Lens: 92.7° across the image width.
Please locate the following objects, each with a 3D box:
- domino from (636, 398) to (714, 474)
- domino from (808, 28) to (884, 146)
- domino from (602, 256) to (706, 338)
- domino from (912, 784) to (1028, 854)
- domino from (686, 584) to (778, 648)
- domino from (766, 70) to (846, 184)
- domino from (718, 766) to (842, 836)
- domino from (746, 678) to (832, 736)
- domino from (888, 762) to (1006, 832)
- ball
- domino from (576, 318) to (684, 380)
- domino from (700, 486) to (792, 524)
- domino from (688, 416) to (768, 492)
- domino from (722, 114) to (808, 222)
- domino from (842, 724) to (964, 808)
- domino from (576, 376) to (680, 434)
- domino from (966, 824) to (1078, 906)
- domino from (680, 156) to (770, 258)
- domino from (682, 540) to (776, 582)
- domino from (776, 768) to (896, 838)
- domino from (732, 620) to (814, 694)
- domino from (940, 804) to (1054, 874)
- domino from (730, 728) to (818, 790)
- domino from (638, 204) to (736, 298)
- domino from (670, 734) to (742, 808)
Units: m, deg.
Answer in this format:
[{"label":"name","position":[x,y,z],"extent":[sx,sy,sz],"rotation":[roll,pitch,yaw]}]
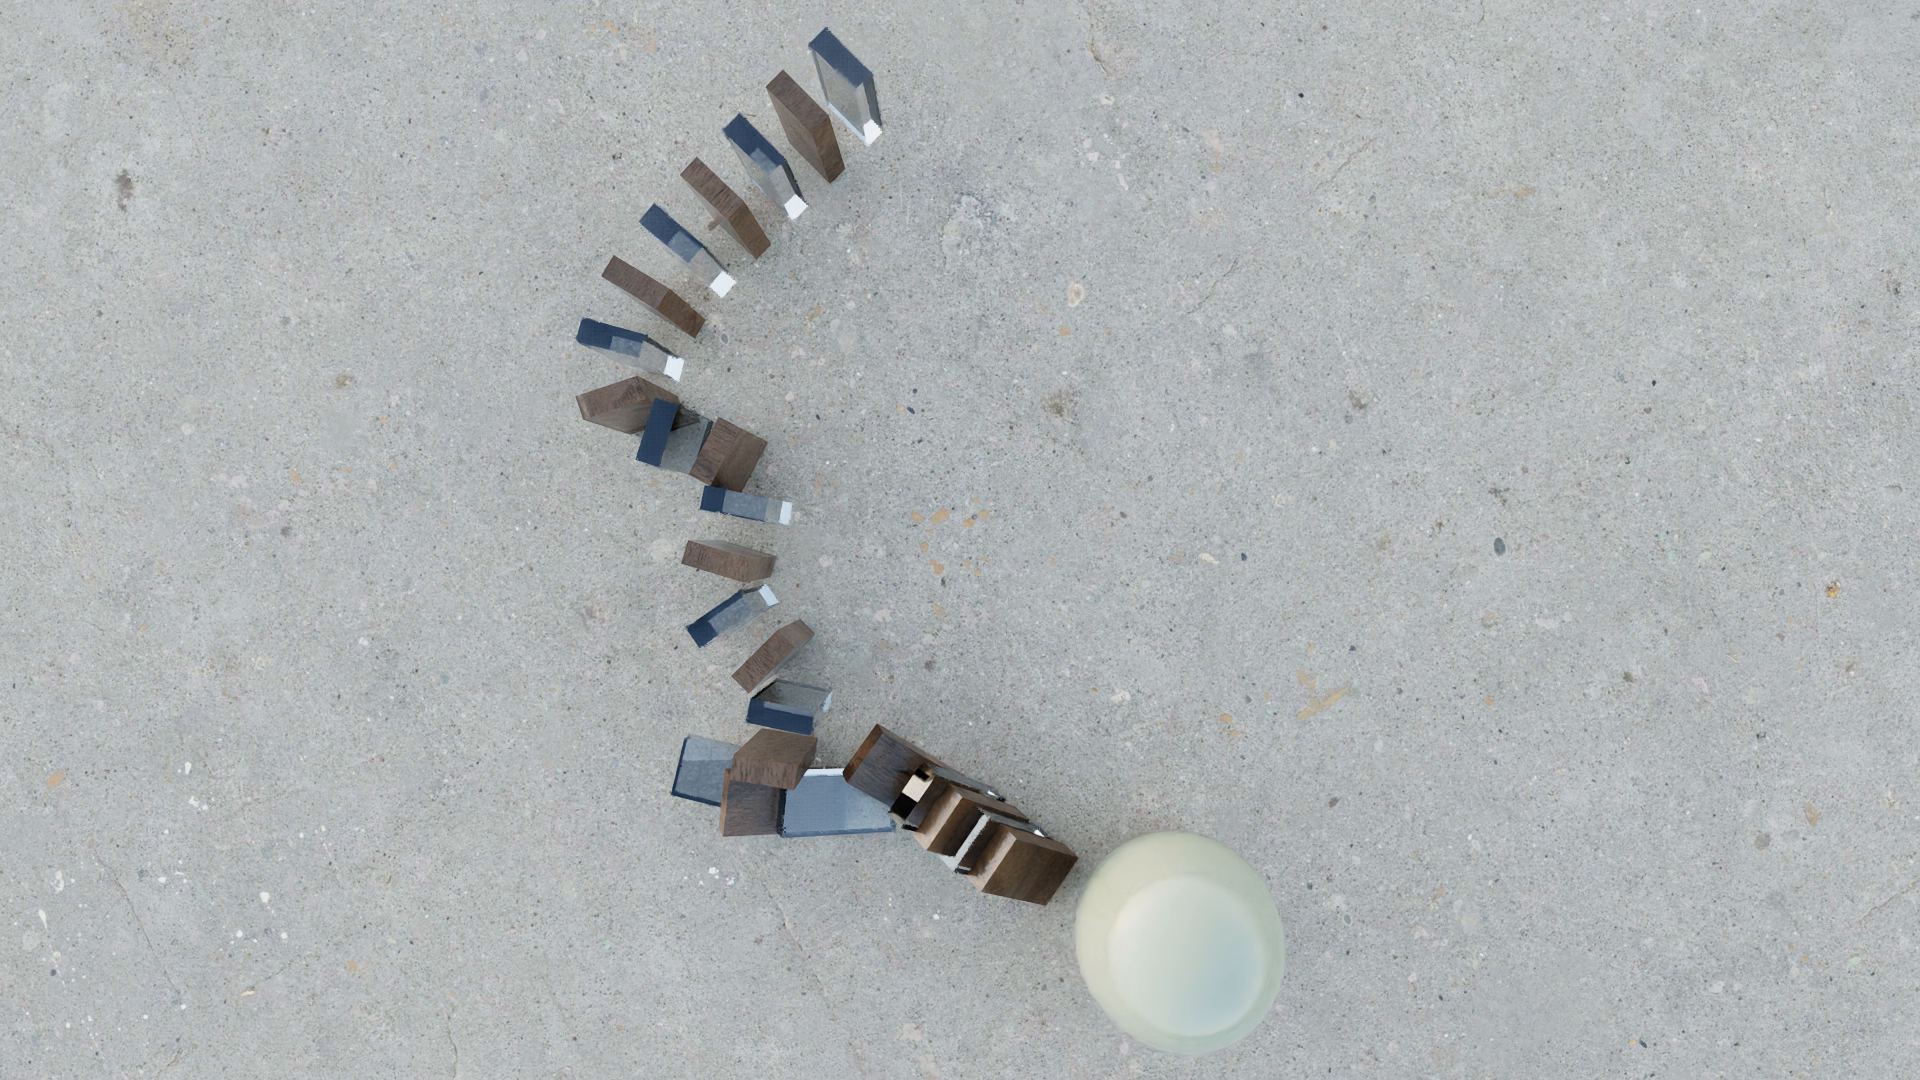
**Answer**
[{"label":"domino","position":[-0.116,-0.041,0.375],"extent":[0.009,0.050,0.025],"rotation":[17,90,0]},{"label":"domino","position":[-0.046,-0.184,0.375],"extent":[0.010,0.050,0.025],"rotation":[-45,90,0]},{"label":"domino","position":[-0.124,-0.098,0.375],"extent":[0.025,0.050,0.010],"rotation":[31,90,0]},{"label":"domino","position":[0.006,0.119,0.379],"extent":[0.010,0.050,0.025],"rotation":[34,90,45]},{"label":"domino","position":[-0.092,0.030,0.375],"extent":[0.025,0.050,0.010],"rotation":[-34,90,0]},{"label":"domino","position":[-0.062,-0.168,0.375],"extent":[0.009,0.050,0.025],"rotation":[-45,90,0]},{"label":"domino","position":[-0.074,0.109,0.384],"extent":[0.050,0.009,0.025],"rotation":[6,93,-26]},{"label":"domino","position":[-0.069,0.068,0.375],"extent":[0.025,0.050,0.010],"rotation":[12,90,0]},{"label":"domino","position":[-0.005,0.110,0.379],"extent":[0.009,0.050,0.025],"rotation":[34,90,45]},{"label":"ball","position":[0.085,0.156,0.360],"extent":[0.080,0.080,0.080],"rotation":[0,90,0]},{"label":"domino","position":[-0.134,-0.077,0.375],"extent":[0.025,0.050,0.010],"rotation":[15,90,0]},{"label":"domino","position":[-0.086,-0.014,0.375],"extent":[0.025,0.050,0.009],"rotation":[11,90,0]},{"label":"domino","position":[-0.094,-0.034,0.375],"extent":[0.009,0.050,0.025],"rotation":[28,90,0]},{"label":"domino","position":[-0.079,-0.151,0.375],"extent":[0.025,0.050,0.009],"rotation":[45,90,0]},{"label":"domino","position":[-0.022,0.101,0.385],"extent":[0.050,0.010,0.025],"rotation":[36,88,-24]},{"label":"domino","position":[-0.134,-0.054,0.375],"extent":[0.025,0.050,0.010],"rotation":[-18,90,0]},{"label":"domino","position":[0.027,0.135,0.379],"extent":[0.010,0.050,0.025],"rotation":[34,90,45]},{"label":"domino","position":[-0.095,-0.134,0.375],"extent":[0.025,0.050,0.010],"rotation":[43,90,0]},{"label":"domino","position":[-0.093,0.008,0.375],"extent":[0.025,0.050,0.010],"rotation":[17,90,0]},{"label":"domino","position":[-0.050,0.110,0.384],"extent":[0.050,0.009,0.025],"rotation":[6,90,-28]},{"label":"domino","position":[-0.075,0.047,0.375],"extent":[0.025,0.050,0.010],"rotation":[-45,90,0]},{"label":"domino","position":[0.016,0.127,0.379],"extent":[0.009,0.050,0.025],"rotation":[34,90,45]},{"label":"domino","position":[-0.075,0.089,0.375],"extent":[0.025,0.050,0.010],"rotation":[10,90,0]},{"label":"domino","position":[-0.110,-0.117,0.375],"extent":[0.025,0.050,0.010],"rotation":[40,90,0]},{"label":"domino","position":[-0.096,0.103,0.395],"extent":[0.050,0.009,0.025],"rotation":[14,90,0]}]
